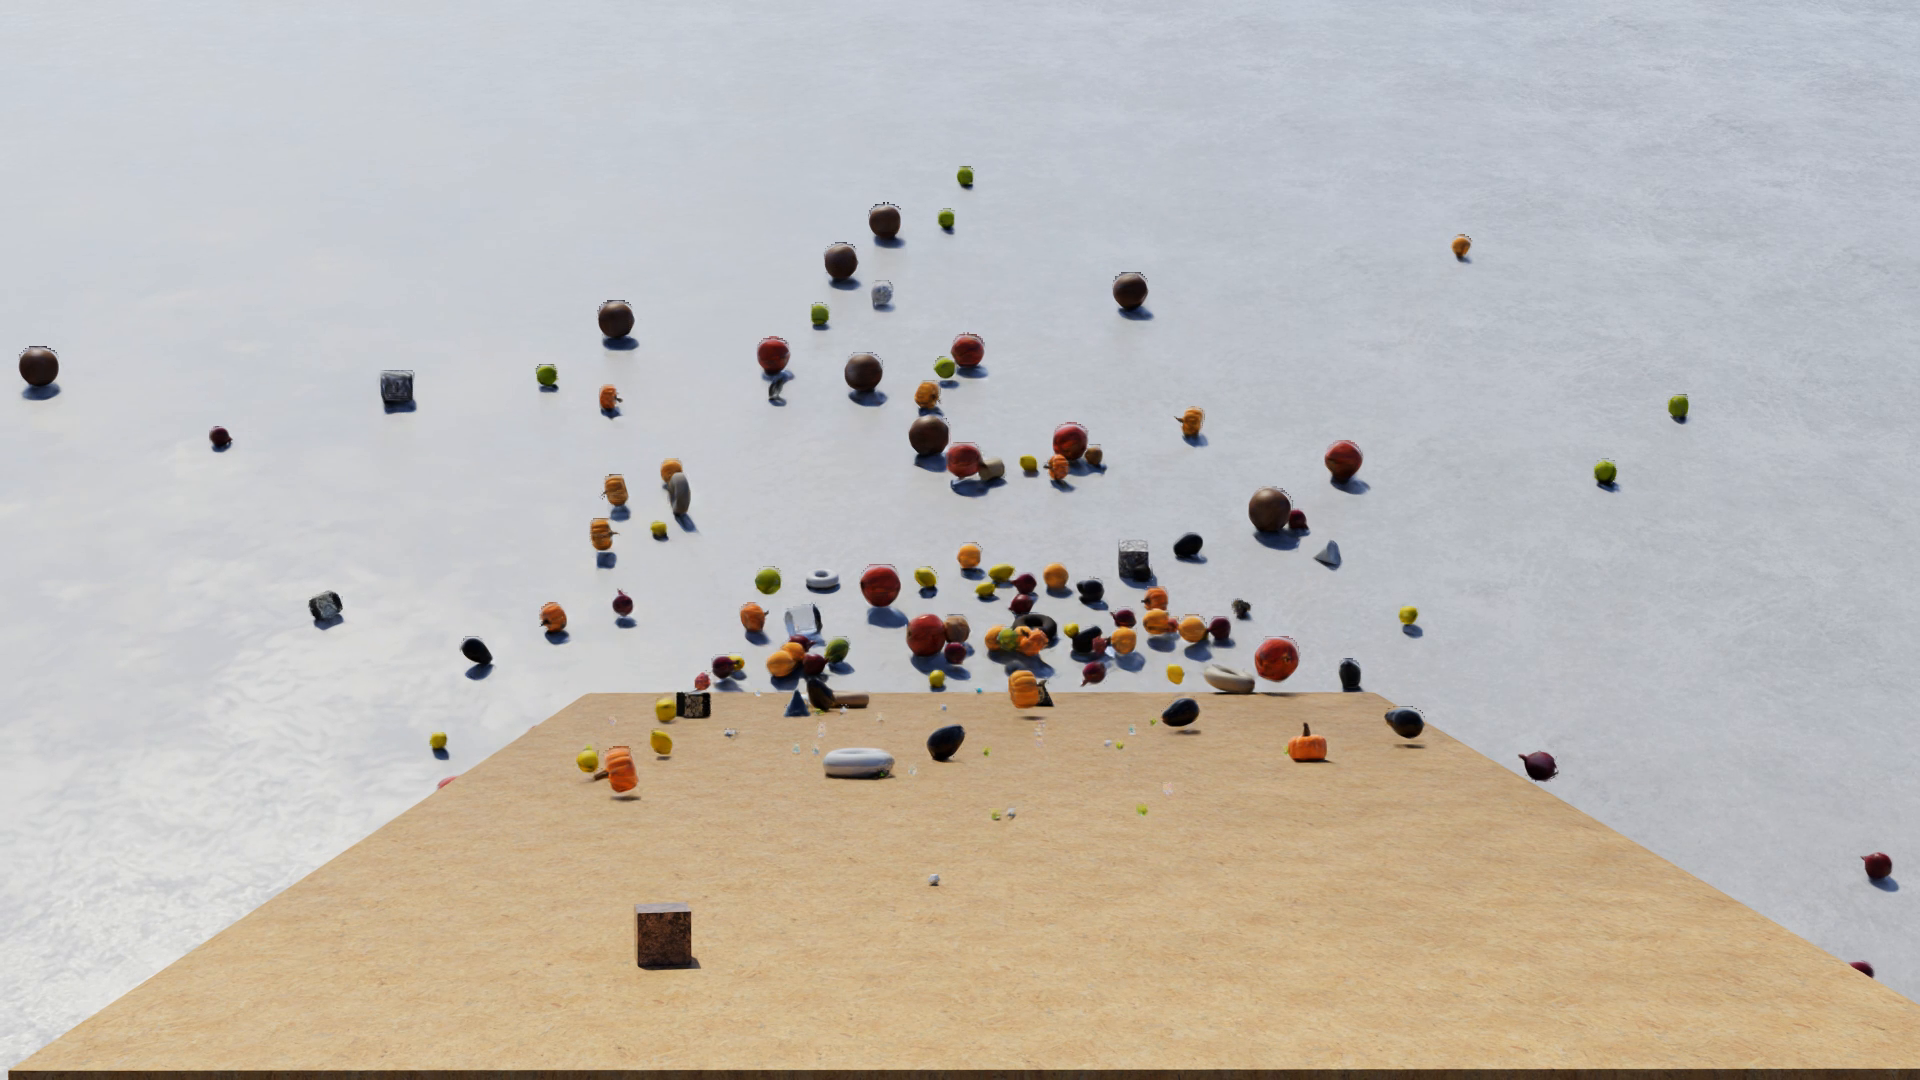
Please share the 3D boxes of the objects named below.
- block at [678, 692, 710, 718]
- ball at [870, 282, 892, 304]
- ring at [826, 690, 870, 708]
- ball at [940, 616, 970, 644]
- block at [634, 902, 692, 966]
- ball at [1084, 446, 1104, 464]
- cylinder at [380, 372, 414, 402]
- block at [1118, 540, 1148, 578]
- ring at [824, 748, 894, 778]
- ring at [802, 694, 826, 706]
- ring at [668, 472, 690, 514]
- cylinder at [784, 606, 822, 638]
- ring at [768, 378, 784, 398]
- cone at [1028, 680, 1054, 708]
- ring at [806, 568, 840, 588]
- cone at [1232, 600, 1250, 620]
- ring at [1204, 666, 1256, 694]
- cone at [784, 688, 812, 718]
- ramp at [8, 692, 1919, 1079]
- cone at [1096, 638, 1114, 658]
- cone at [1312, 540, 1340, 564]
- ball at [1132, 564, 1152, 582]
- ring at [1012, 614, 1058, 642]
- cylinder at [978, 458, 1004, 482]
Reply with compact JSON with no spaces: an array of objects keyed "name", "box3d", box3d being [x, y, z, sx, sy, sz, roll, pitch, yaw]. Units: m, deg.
[{"name":"block","box3d":[-0.616,0.381,5.959,0.055,0.055,0.055,-2,2,-38]},{"name":"ball","box3d":[-0.290,-0.913,9.537,0.083,0.083,0.083,0,24,0]},{"name":"ring","box3d":[-0.271,0.382,6.199,0.107,0.036,0.107,1,1,0]},{"name":"ball","box3d":[-0.013,0.245,6.990,0.079,0.079,0.079,0,24,0]},{"name":"block","box3d":[-0.357,0.473,3.095,0.064,0.064,0.064,0,2,-11]},{"name":"ball","box3d":[0.424,-0.267,8.142,0.059,0.059,0.059,0,24,0]},{"name":"cylinder","box3d":[-1.887,-0.515,8.634,0.096,0.096,0.096,-3,25,-5]},{"name":"block","box3d":[0.498,0.053,7.408,0.082,0.082,0.082,0,24,0]},{"name":"ring","box3d":[-0.191,0.422,4.879,0.137,0.046,0.137,-1,3,0]},{"name":"ring","box3d":[-0.360,0.386,6.213,0.081,0.027,0.081,1,1,0]},{"name":"ring","box3d":[-0.847,-0.140,7.777,0.043,0.130,0.130,-4,24,-20]},{"name":"cylinder","box3d":[-0.428,0.223,7.040,0.077,0.077,0.077,-11,27,-24]},{"name":"ring","box3d":[-0.620,-0.511,8.662,0.025,0.076,0.076,28,32,14]},{"name":"cone","box3d":[0.195,0.367,6.202,0.065,0.065,0.065,0,2,0]},{"name":"ring","box3d":[-0.393,0.110,7.343,0.097,0.032,0.097,0,23,0]},{"name":"cone","box3d":[0.777,0.203,7.151,0.050,0.050,0.050,7,52,15]},{"name":"ring","box3d":[0.686,0.355,6.558,0.136,0.045,0.136,12,10,-2]},{"name":"cone","box3d":[-0.377,0.374,5.967,0.067,0.067,0.067,0,2,0]},{"name":"ramp","box3d":[0.056,0.506,4.549,2.000,0.100,4.000,0,2,0]},{"name":"cone","box3d":[0.403,0.298,6.939,0.052,0.052,0.052,-11,53,-23]},{"name":"cone","box3d":[1.055,0.043,7.490,0.074,0.074,0.074,-16,12,36]},{"name":"ball","box3d":[0.520,0.095,7.353,0.052,0.052,0.052,0,24,0]},{"name":"ring","box3d":[0.203,0.241,7.044,0.125,0.042,0.125,0,24,0]},{"name":"cylinder","box3d":[0.098,-0.220,8.036,0.060,0.060,0.060,-16,29,-31]}]
